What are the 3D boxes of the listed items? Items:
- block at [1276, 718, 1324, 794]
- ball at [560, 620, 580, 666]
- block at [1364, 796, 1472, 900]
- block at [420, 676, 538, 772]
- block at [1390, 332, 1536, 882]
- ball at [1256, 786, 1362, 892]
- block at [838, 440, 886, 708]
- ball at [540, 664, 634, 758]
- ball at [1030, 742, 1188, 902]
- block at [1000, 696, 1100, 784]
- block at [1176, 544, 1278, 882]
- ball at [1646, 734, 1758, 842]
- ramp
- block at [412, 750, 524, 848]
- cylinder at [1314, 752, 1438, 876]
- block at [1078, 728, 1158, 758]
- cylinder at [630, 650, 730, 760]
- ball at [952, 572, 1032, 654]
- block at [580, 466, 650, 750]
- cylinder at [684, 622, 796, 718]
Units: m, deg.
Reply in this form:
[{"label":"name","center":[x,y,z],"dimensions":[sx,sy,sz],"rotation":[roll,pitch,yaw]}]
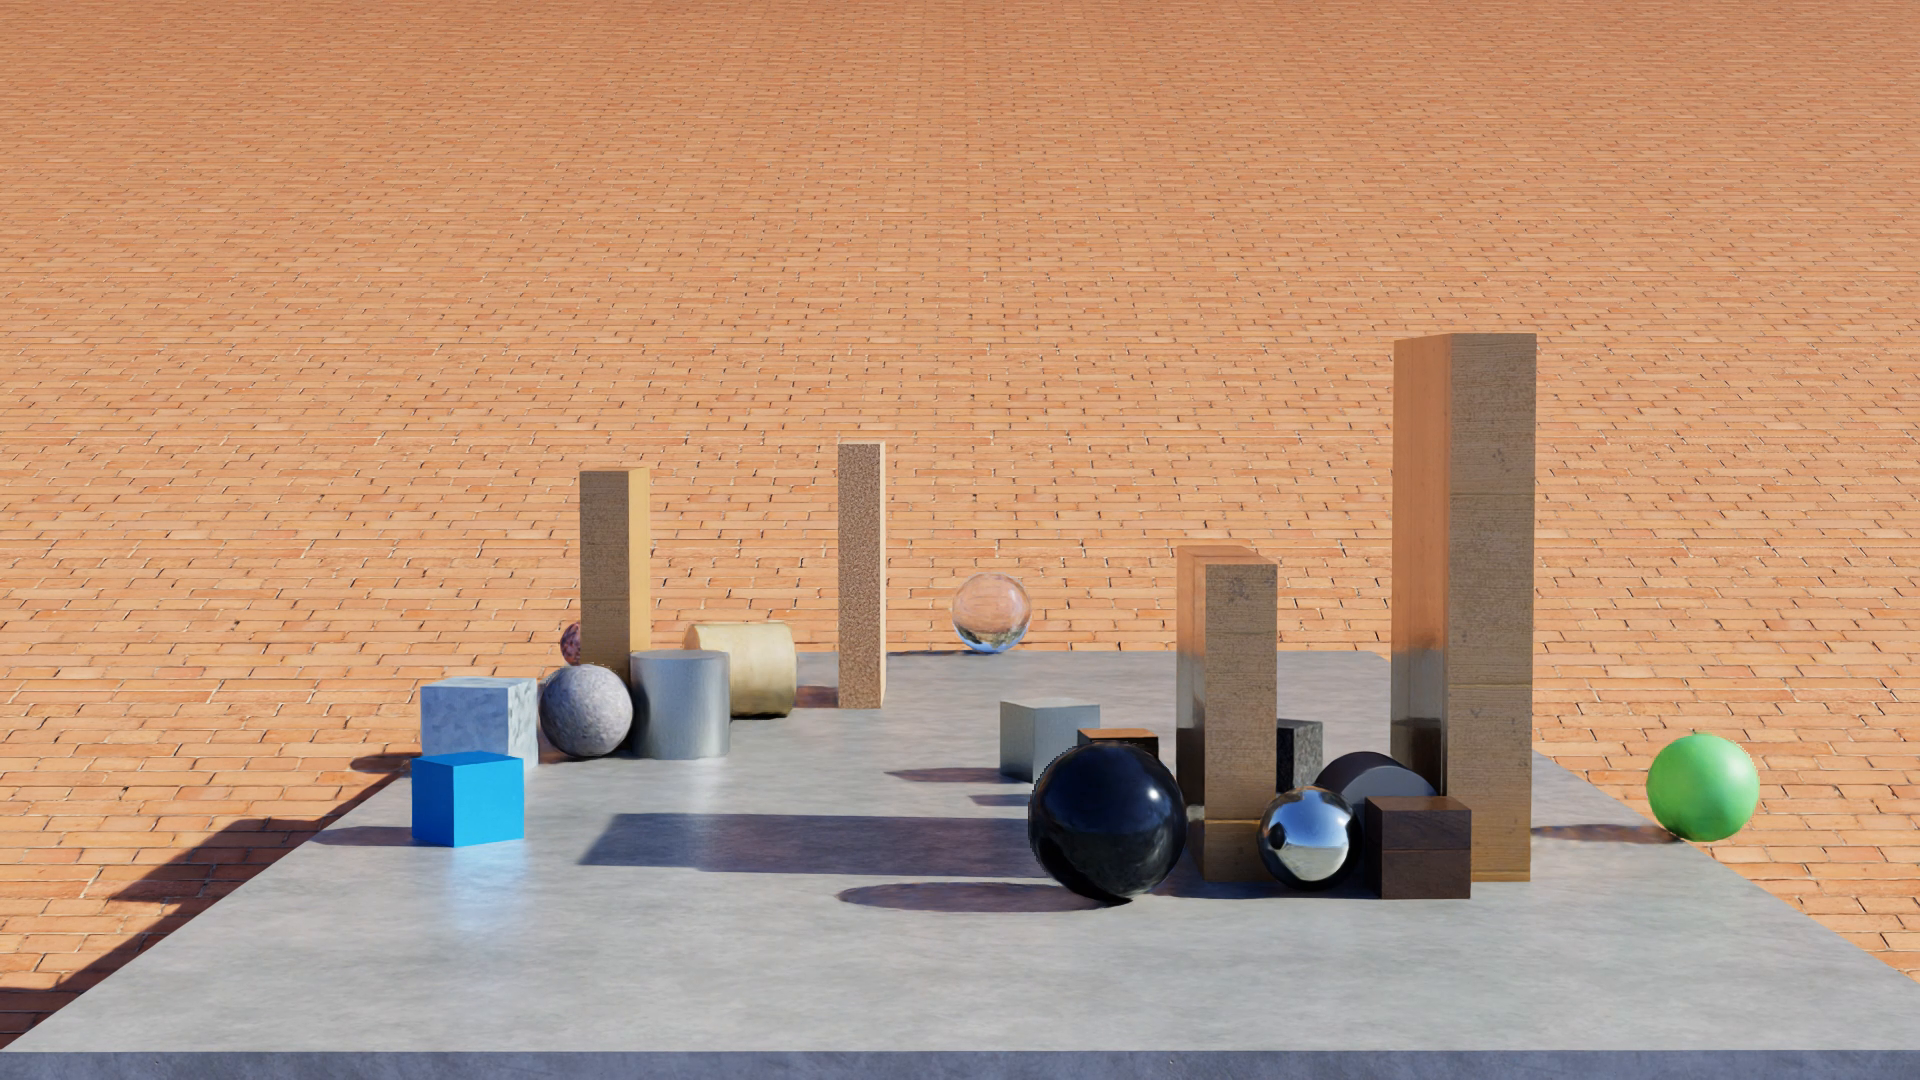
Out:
[{"label":"block","center":[0.527,0.355,4.238],"dimensions":[0.107,0.107,0.107],"rotation":[2,4,34]},{"label":"ball","center":[-0.884,0.248,6.072],"dimensions":[0.119,0.119,0.119],"rotation":[0,21,0]},{"label":"block","center":[0.596,0.400,3.349],"dimensions":[0.115,0.115,0.115],"rotation":[0,3,-2]},{"label":"block","center":[-0.827,0.321,4.426],"dimensions":[0.154,0.154,0.154],"rotation":[0,3,9]},{"label":"block","center":[0.701,0.079,3.613],"dimensions":[0.112,0.727,0.444],"rotation":[0,3,0]},{"label":"ball","center":[0.455,0.389,3.347],"dimensions":[0.137,0.137,0.137],"rotation":[0,21,0]},{"label":"block","center":[-0.208,0.065,5.492],"dimensions":[0.087,0.547,0.386],"rotation":[0,3,0]},{"label":"ball","center":[-0.666,0.306,4.585],"dimensions":[0.168,0.168,0.168],"rotation":[0,21,0]},{"label":"ball","center":[0.190,0.360,3.288],"dimensions":[0.203,0.203,0.203],"rotation":[0,21,0]},{"label":"block","center":[0.152,0.338,4.364],"dimensions":[0.126,0.126,0.126],"rotation":[-2,4,-25]},{"label":"block","center":[0.372,0.231,3.625],"dimensions":[0.095,0.423,0.441],"rotation":[0,3,0]},{"label":"ball","center":[1.090,0.365,3.773],"dimensions":[0.159,0.159,0.159],"rotation":[0,21,0]},{"label":"ramp","center":[0.049,0.442,4.532],"dimensions":[2.000,0.100,4.000],"rotation":[0,3,0]},{"label":"block","center":[-0.720,0.377,3.757],"dimensions":[0.117,0.117,0.117],"rotation":[-3,4,-42]},{"label":"cylinder","center":[0.564,0.373,3.485],"dimensions":[0.154,0.154,0.154],"rotation":[-1,3,-3]},{"label":"block","center":[0.250,0.362,4.090],"dimensions":[0.110,0.110,0.110],"rotation":[0,3,-8]},{"label":"cylinder","center":[-0.506,0.296,4.653],"dimensions":[0.179,0.179,0.179],"rotation":[0,3,0]},{"label":"ball","center":[0.079,0.184,6.459],"dimensions":[0.203,0.203,0.203],"rotation":[0,21,0]},{"label":"block","center":[-0.647,0.121,4.838],"dimensions":[0.090,0.510,0.316],"rotation":[0,3,0]},{"label":"cylinder","center":[-0.445,0.262,5.166],"dimensions":[0.189,0.189,0.189],"rotation":[-1,20,-19]}]
